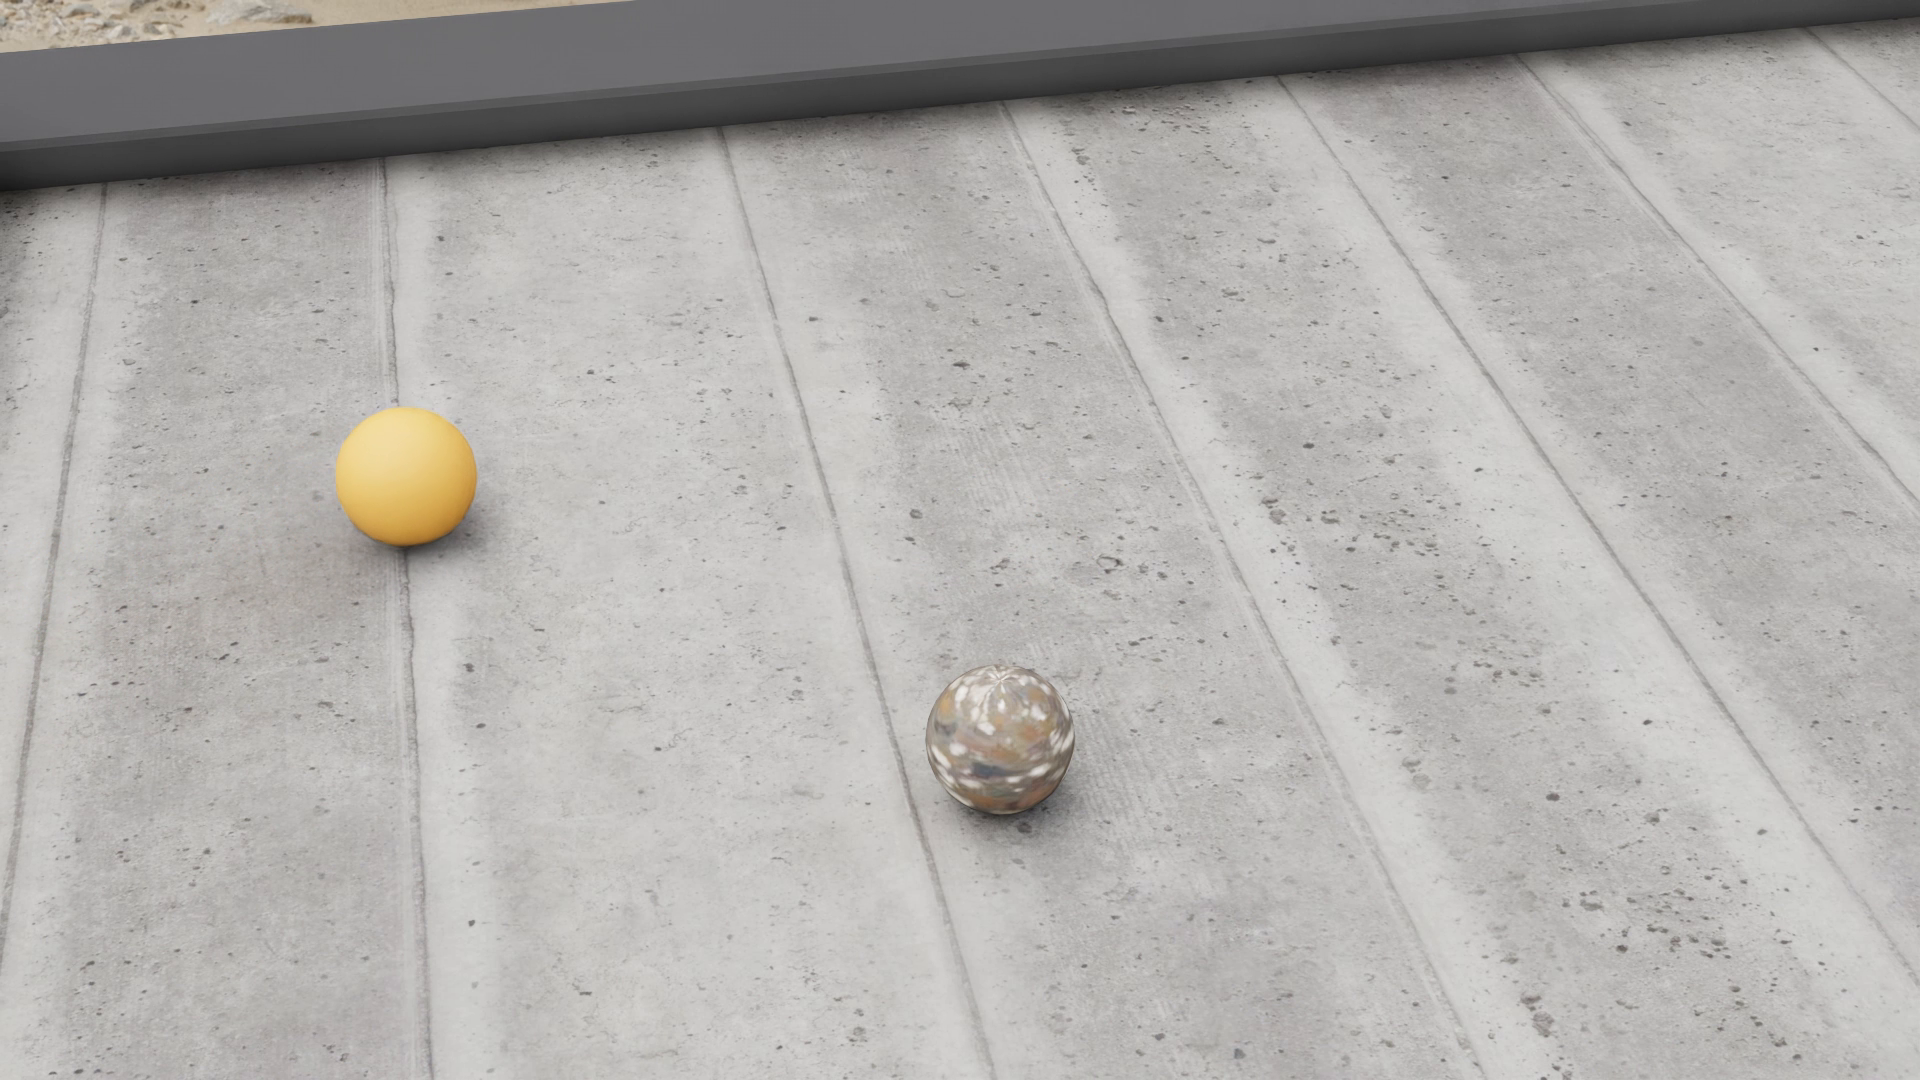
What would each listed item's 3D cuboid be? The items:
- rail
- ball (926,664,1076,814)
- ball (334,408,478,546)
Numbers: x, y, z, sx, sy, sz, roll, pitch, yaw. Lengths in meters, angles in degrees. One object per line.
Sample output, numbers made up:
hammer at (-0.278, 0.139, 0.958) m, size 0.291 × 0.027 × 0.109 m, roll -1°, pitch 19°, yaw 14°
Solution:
rail at (0.548, -0.480, 2.261) m, size 2.796 × 0.118 × 0.045 m, roll -7°, pitch 36°, yaw -9°
ball at (0.023, 0.113, 1.460) m, size 0.086 × 0.086 × 0.086 m, roll 0°, pitch 36°, yaw 0°
ball at (-0.361, -0.041, 1.672) m, size 0.091 × 0.091 × 0.091 m, roll 0°, pitch 36°, yaw 0°
